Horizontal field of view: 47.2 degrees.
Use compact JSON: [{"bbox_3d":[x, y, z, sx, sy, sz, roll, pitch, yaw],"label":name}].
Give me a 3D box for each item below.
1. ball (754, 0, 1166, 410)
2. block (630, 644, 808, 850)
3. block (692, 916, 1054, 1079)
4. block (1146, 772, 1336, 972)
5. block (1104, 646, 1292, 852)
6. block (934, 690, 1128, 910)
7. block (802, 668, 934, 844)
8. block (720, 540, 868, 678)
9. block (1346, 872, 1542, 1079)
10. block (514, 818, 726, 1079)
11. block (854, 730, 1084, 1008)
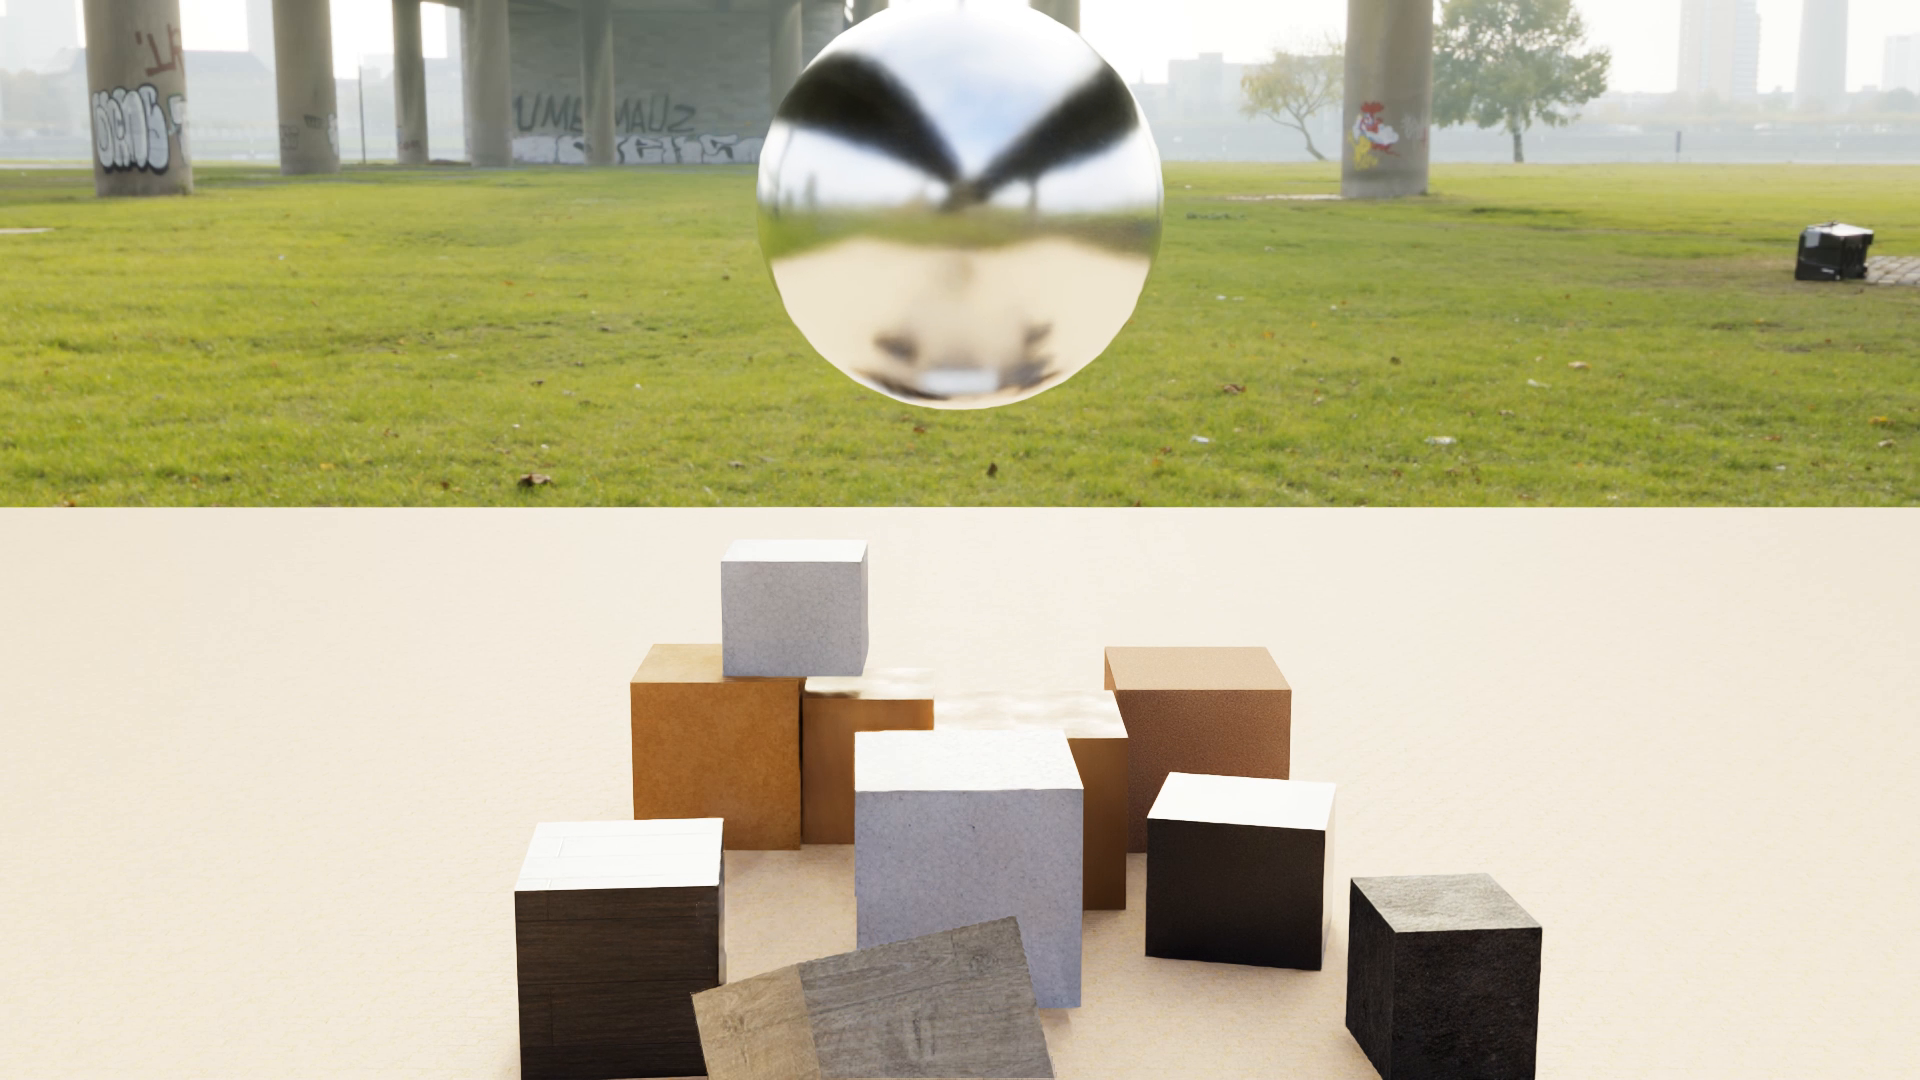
[{"bbox_3d":[0.000,-1.310,8.617,1.600,1.600,1.600,0,10,0],"label":"ball"},{"bbox_3d":[-1.216,1.052,11.371,0.833,0.862,0.853,0,10,0],"label":"block"},{"bbox_3d":[-0.226,1.471,6.057,0.696,0.660,0.650,-6,-14,-34],"label":"block"},{"bbox_3d":[1.257,1.460,9.774,0.759,0.631,0.700,2,11,13],"label":"block"},{"bbox_3d":[1.203,1.066,11.358,0.861,0.840,0.931,0,10,0],"label":"block"},{"bbox_3d":[0.318,1.228,10.506,0.882,0.824,0.868,0,10,-1],"label":"block"},{"bbox_3d":[-0.463,1.106,11.374,0.658,0.754,0.660,0,10,0],"label":"block"},{"bbox_3d":[-0.833,0.341,11.227,0.695,0.588,0.595,0,10,1],"label":"block"},{"bbox_3d":[1.859,1.695,8.510,0.561,0.621,0.617,-1,10,-6],"label":"block"},{"bbox_3d":[-1.316,1.596,8.671,0.752,0.758,0.829,-1,10,-5],"label":"block"},{"bbox_3d":[0.017,1.382,9.354,0.919,0.935,0.902,0,10,-3],"label":"block"}]
